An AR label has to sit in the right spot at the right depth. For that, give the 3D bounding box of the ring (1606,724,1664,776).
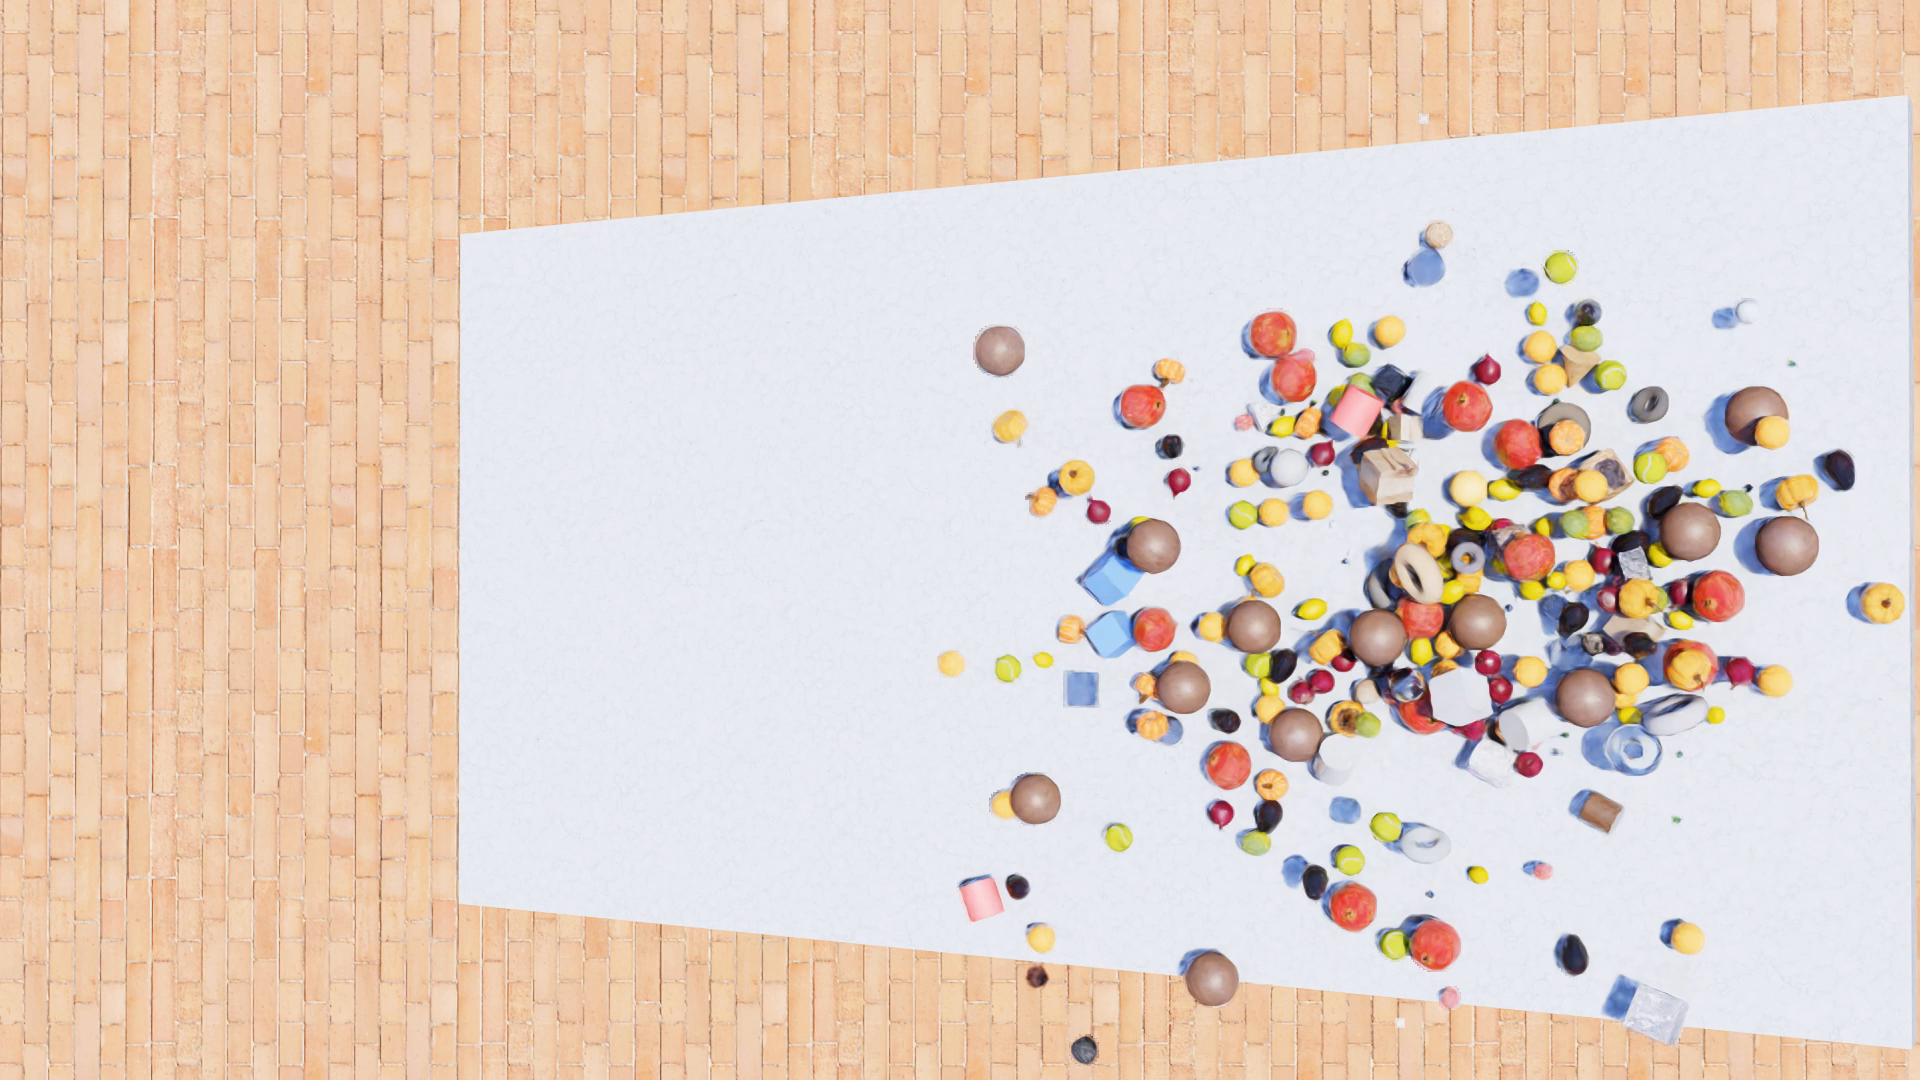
[{"bbox_3d":[1.466,0.457,4.783,0.123,0.041,0.123,-4,61,7],"label":"ring"}]

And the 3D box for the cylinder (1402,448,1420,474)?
[{"bbox_3d":[1.030,-0.181,5.104,0.062,0.062,0.062,-5,89,1],"label":"cylinder"}]

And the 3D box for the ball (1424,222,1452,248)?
[{"bbox_3d":[1.105,-0.704,5.079,0.063,0.063,0.063,0,89,0],"label":"ball"}]

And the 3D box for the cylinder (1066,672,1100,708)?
[{"bbox_3d":[0.307,0.373,5.503,0.085,0.085,0.085,0,90,0],"label":"cylinder"}]

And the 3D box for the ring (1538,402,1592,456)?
[{"bbox_3d":[1.358,-0.249,4.943,0.121,0.040,0.121,2,94,32],"label":"ring"}]

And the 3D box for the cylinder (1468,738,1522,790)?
[{"bbox_3d":[1.213,0.507,4.992,0.088,0.088,0.088,29,89,26],"label":"cylinder"}]

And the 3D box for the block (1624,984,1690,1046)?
[{"bbox_3d":[1.519,1.033,4.794,0.098,0.098,0.098,21,87,30],"label":"block"}]

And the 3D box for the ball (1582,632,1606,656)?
[{"bbox_3d":[1.406,0.230,4.882,0.052,0.052,0.052,0,89,0],"label":"ball"}]

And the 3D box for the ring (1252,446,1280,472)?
[{"bbox_3d":[0.731,-0.192,5.250,0.075,0.075,0.025,-41,125,0],"label":"ring"}]

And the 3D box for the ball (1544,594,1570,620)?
[{"bbox_3d":[1.340,0.152,4.936,0.058,0.058,0.058,0,89,0],"label":"ball"}]

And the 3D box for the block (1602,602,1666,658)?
[{"bbox_3d":[1.483,0.197,4.834,0.079,0.079,0.079,18,114,-40],"label":"block"}]

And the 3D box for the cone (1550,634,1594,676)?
[{"bbox_3d":[1.352,0.248,4.902,0.096,0.096,0.096,-7,75,28],"label":"cone"}]

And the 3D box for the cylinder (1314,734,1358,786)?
[{"bbox_3d":[0.880,0.516,5.152,0.090,0.090,0.090,1,60,-1],"label":"cylinder"}]

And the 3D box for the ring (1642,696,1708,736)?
[{"bbox_3d":[1.546,0.379,4.753,0.146,0.146,0.049,-24,96,0],"label":"ring"}]

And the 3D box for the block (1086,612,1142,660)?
[{"bbox_3d":[0.383,0.236,5.464,0.084,0.084,0.084,-40,71,23],"label":"block"}]

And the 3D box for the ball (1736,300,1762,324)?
[{"bbox_3d":[1.678,-0.485,4.682,0.053,0.053,0.053,0,89,0],"label":"ball"}]

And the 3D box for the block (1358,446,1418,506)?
[{"bbox_3d":[0.976,-0.145,5.020,0.091,0.091,0.091,-9,124,-15],"label":"block"}]

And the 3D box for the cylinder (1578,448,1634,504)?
[{"bbox_3d":[1.432,-0.143,4.875,0.089,0.089,0.089,-31,73,0],"label":"cylinder"}]

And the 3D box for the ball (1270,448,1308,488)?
[{"bbox_3d":[0.775,-0.170,5.180,0.090,0.090,0.090,0,89,0],"label":"ball"}]

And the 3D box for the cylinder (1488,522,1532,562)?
[{"bbox_3d":[1.236,0.006,4.944,0.073,0.073,0.073,-18,89,7],"label":"cylinder"}]

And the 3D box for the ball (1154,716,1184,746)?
[{"bbox_3d":[0.513,0.468,5.394,0.075,0.075,0.075,0,89,0],"label":"ball"}]

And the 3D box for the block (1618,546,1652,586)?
[{"bbox_3d":[1.478,0.058,4.814,0.054,0.054,0.054,-19,118,16],"label":"block"}]

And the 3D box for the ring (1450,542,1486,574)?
[{"bbox_3d":[1.147,0.041,4.971,0.078,0.026,0.078,-4,72,11],"label":"ring"}]

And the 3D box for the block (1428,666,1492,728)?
[{"bbox_3d":[1.113,0.350,4.888,0.092,0.092,0.092,20,56,-37],"label":"block"}]

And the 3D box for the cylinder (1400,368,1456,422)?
[{"bbox_3d":[1.079,-0.334,5.070,0.092,0.092,0.092,29,89,0],"label":"cylinder"}]

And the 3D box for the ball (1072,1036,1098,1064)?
[{"bbox_3d":[0.316,1.298,5.597,0.068,0.068,0.068,0,89,0],"label":"ball"}]

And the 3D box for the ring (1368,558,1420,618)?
[{"bbox_3d":[1.017,0.111,5.129,0.139,0.046,0.139,3,96,31],"label":"ring"}]

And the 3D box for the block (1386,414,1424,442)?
[{"bbox_3d":[1.028,-0.257,5.081,0.057,0.057,0.057,5,88,-20],"label":"block"}]

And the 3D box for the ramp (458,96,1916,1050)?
[{"bbox_3d":[0.272,0.076,5.634,4.000,0.100,2.000,0,89,29],"label":"ramp"}]

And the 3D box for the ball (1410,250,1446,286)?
[{"bbox_3d":[1.082,-0.629,5.080,0.084,0.084,0.084,0,89,0],"label":"ball"}]

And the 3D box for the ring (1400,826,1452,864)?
[{"bbox_3d":[1.059,0.693,5.003,0.115,0.115,0.038,-8,119,0],"label":"ring"}]

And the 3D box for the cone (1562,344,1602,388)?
[{"bbox_3d":[1.379,-0.377,4.928,0.091,0.091,0.091,10,124,0],"label":"cone"}]

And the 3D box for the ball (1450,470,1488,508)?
[{"bbox_3d":[1.163,-0.118,5.027,0.087,0.087,0.087,0,89,0],"label":"ball"}]

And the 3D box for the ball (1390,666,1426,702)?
[{"bbox_3d":[1.016,0.329,4.990,0.081,0.081,0.081,0,89,0],"label":"ball"}]

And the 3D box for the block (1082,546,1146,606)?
[{"bbox_3d":[0.378,0.090,5.416,0.091,0.091,0.091,46,57,-9],"label":"block"}]

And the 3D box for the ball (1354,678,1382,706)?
[{"bbox_3d":[0.955,0.356,5.153,0.062,0.062,0.062,0,89,0],"label":"ball"}]

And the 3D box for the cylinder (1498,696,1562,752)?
[{"bbox_3d":[1.272,0.409,4.907,0.097,0.097,0.097,-20,89,-23],"label":"cylinder"}]

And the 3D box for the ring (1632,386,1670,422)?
[{"bbox_3d":[1.522,-0.299,4.847,0.029,0.087,0.087,28,89,-43],"label":"ring"}]

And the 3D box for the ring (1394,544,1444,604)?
[{"bbox_3d":[1.022,0.075,4.895,0.050,0.149,0.149,-26,89,-14],"label":"ring"}]

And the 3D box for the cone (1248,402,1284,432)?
[{"bbox_3d":[0.745,-0.310,5.294,0.078,0.078,0.078,-23,89,0],"label":"cone"}]

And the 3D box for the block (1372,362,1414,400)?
[{"bbox_3d":[1.010,-0.369,5.131,0.060,0.060,0.060,43,109,23],"label":"block"}]
